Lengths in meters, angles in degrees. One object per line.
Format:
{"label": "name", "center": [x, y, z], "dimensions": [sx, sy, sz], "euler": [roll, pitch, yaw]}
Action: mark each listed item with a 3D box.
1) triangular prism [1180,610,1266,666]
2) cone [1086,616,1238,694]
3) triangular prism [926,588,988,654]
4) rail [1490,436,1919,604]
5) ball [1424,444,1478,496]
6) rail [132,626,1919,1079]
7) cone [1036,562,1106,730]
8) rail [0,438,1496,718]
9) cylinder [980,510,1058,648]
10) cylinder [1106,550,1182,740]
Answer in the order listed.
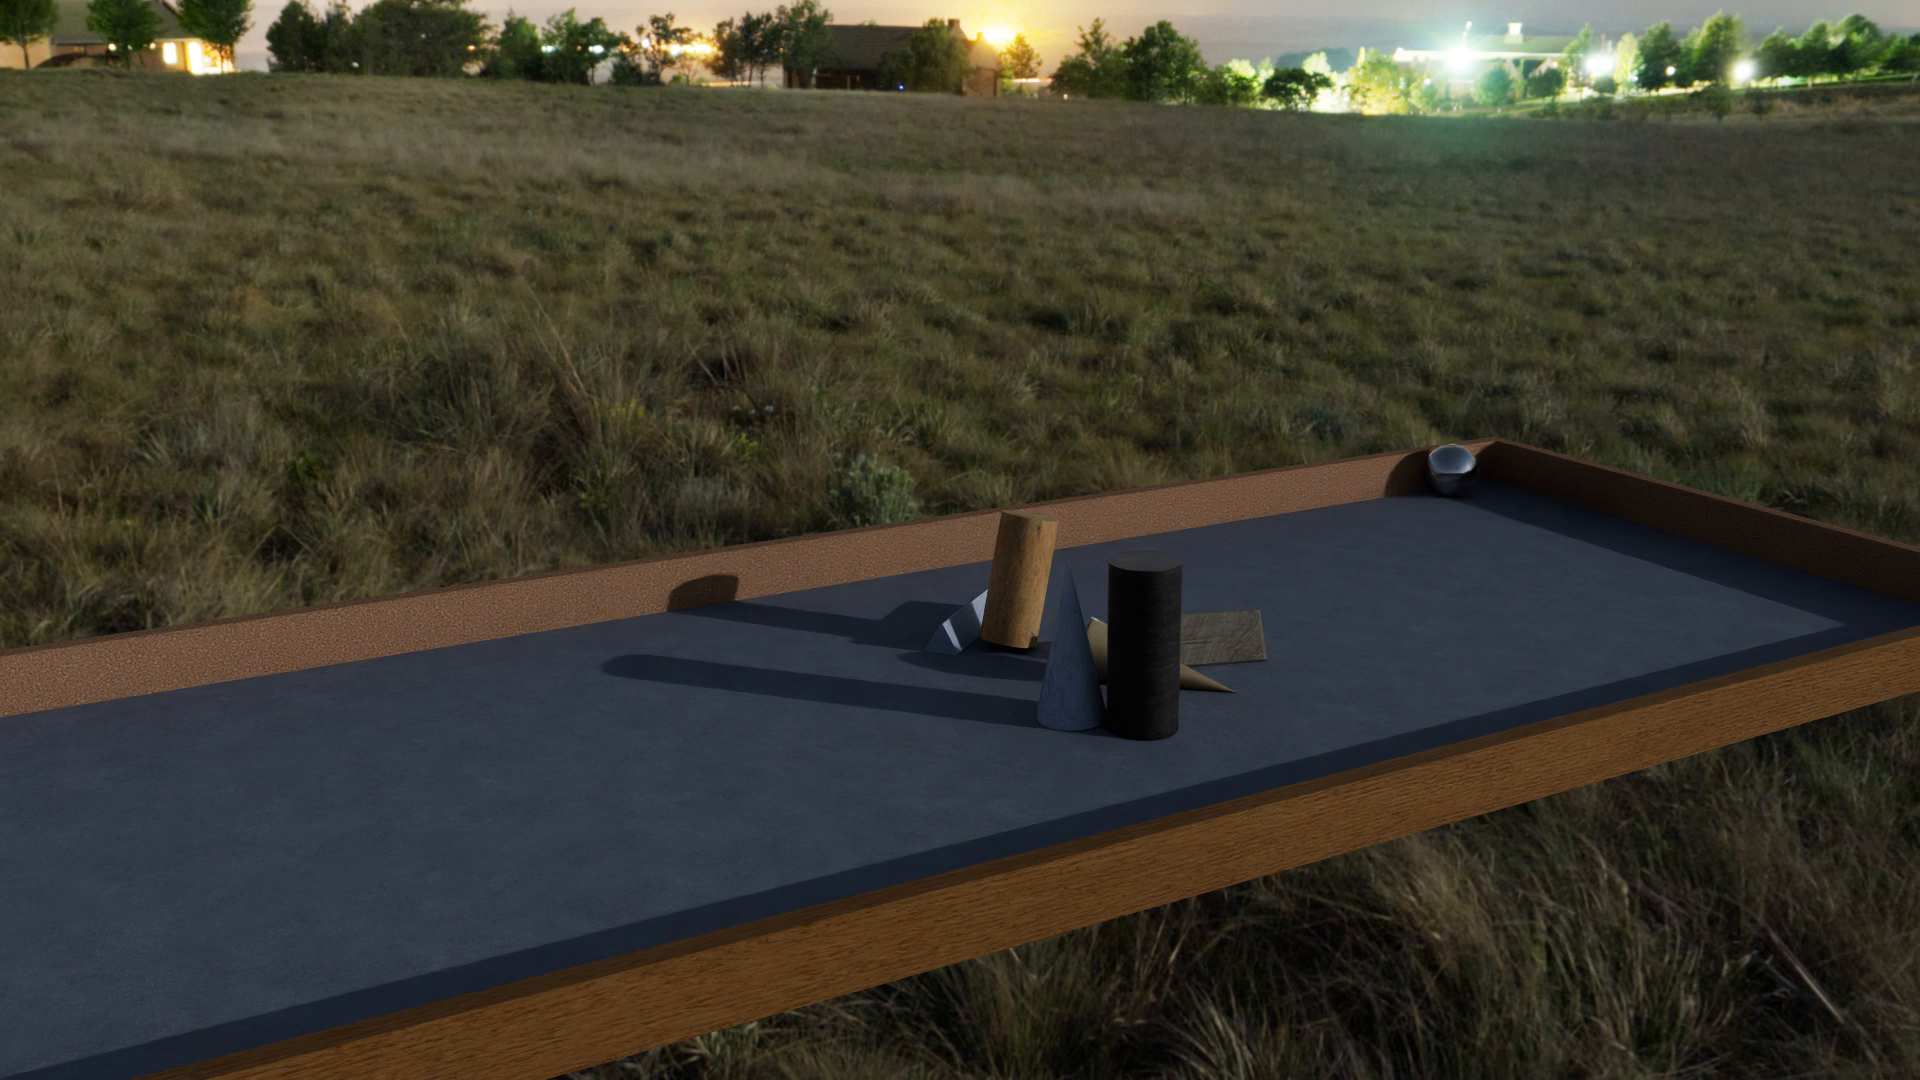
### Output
{"label": "triangular prism", "center": [0.597, 0.248, 4.290], "dimensions": [0.378, 0.118, 0.136], "euler": [-3, 16, -11]}
{"label": "cone", "center": [0.499, 0.324, 4.110], "dimensions": [0.400, 0.162, 0.162], "euler": [16, 20, 12]}
{"label": "triangular prism", "center": [0.028, 0.206, 4.503], "dimensions": [0.093, 0.080, 0.392], "euler": [7, 18, 22]}
{"label": "rail", "center": [2.466, -0.048, 5.253], "dimensions": [0.050, 0.150, 2.100], "euler": [-9, 18, -27]}
{"label": "ball", "center": [1.745, -0.247, 5.863], "dimensions": [0.188, 0.188, 0.188], "euler": [0, 16, 0]}
{"label": "rail", "center": [-2.336, 1.006, 1.665], "dimensions": [12.000, 0.150, 0.050], "euler": [-9, 18, -27]}
{"label": "cone", "center": [0.258, 0.233, 3.856], "dimensions": [0.169, 0.388, 0.169], "euler": [-2, 19, 1]}
{"label": "rail", "center": [-3.305, 0.497, 3.399], "dimensions": [12.000, 0.150, 0.050], "euler": [-9, 18, -27]}
{"label": "cylinder", "center": [0.156, 0.102, 4.359], "dimensions": [0.153, 0.339, 0.153], "euler": [10, 7, -1]}
{"label": "cylinder", "center": [0.424, 0.242, 3.806], "dimensions": [0.168, 0.407, 0.168], "euler": [-1, 16, 0]}
